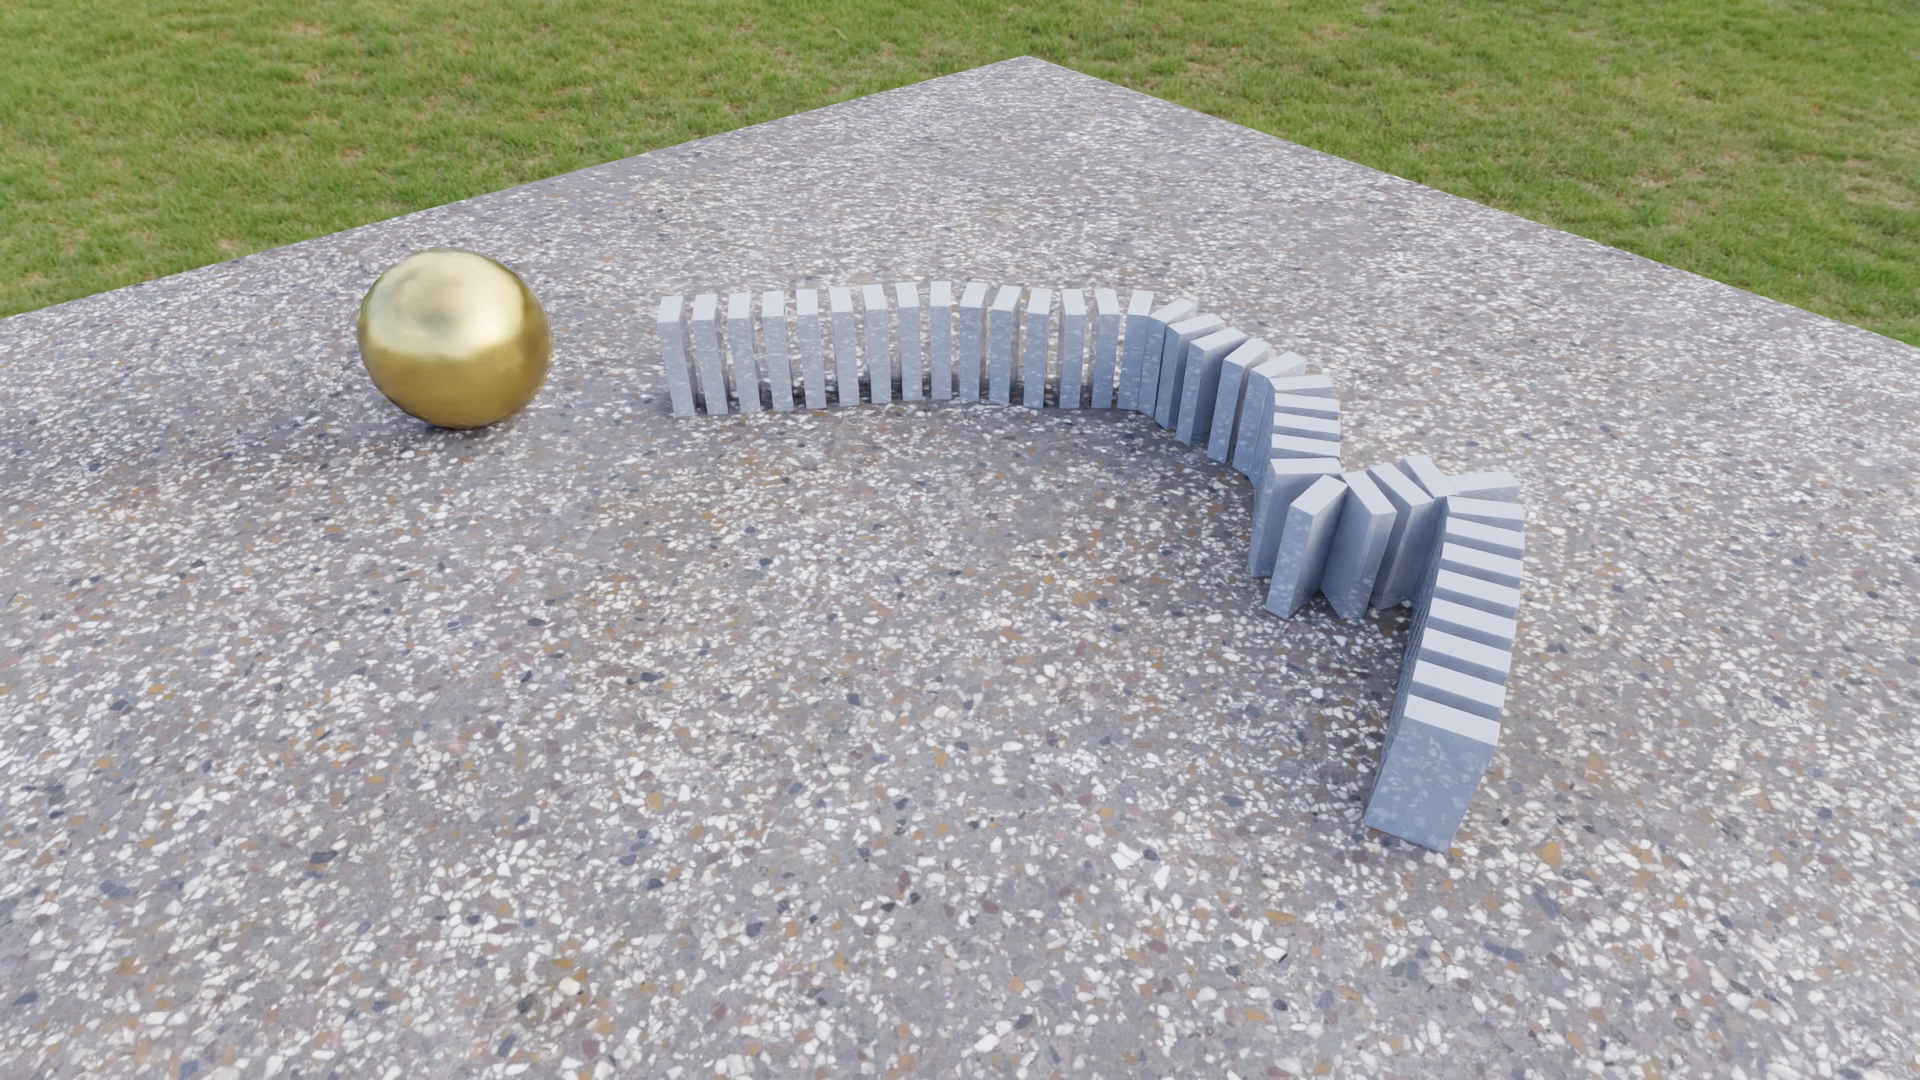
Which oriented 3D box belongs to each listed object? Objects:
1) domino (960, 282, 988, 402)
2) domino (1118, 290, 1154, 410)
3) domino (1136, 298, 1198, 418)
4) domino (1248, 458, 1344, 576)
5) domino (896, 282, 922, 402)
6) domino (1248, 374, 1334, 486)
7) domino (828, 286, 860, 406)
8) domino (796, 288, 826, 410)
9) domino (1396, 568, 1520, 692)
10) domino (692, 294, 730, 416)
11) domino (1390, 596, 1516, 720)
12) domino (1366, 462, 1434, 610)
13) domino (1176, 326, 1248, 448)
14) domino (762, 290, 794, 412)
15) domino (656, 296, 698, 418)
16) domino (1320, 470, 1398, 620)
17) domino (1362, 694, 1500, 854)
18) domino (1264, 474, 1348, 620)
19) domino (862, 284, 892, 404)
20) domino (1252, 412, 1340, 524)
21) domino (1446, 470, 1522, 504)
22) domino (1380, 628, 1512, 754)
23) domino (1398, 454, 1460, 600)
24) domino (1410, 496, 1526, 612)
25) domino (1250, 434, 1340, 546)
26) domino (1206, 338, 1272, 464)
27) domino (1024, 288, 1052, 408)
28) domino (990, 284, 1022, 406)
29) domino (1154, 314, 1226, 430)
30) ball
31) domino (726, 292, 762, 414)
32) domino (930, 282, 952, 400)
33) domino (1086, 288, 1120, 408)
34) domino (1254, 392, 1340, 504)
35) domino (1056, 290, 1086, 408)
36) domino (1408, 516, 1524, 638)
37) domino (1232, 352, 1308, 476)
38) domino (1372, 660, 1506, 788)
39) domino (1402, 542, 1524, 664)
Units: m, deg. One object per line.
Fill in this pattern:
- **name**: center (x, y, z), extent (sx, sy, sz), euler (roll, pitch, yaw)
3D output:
- **domino**: center (0.006, -0.095, 0.527), extent (0.009, 0.050, 0.025), euler (6, 40, 7)
- **domino**: center (0.083, -0.090, 0.521), extent (0.010, 0.050, 0.025), euler (9, 40, 11)
- **domino**: center (0.097, -0.085, 0.515), extent (0.010, 0.050, 0.025), euler (32, 49, 33)
- **domino**: center (0.128, -0.008, 0.421), extent (0.025, 0.050, 0.010), euler (-1, 39, -1)
- **domino**: center (-0.024, -0.095, 0.527), extent (0.010, 0.050, 0.025), euler (-4, 40, -5)
- **domino**: center (0.140, -0.045, 0.467), extent (0.025, 0.050, 0.009), euler (-5, 40, -6)
- **domino**: center (-0.055, -0.092, 0.523), extent (0.010, 0.050, 0.025), euler (-6, 40, -7)
- **domino**: center (-0.070, -0.090, 0.522), extent (0.009, 0.050, 0.025), euler (-5, 40, -6)
- **domino**: center (0.166, 0.035, 0.369), extent (0.025, 0.050, 0.009), euler (17, 42, 19)
- **domino**: center (-0.117, -0.087, 0.518), extent (0.009, 0.050, 0.025), euler (-4, 39, -5)
- **domino**: center (0.160, 0.044, 0.358), extent (0.025, 0.050, 0.010), euler (17, 42, 20)
- **domino**: center (0.159, -0.001, 0.413), extent (0.009, 0.050, 0.025), euler (-13, 41, -16)
- **domino**: center (0.113, -0.069, 0.495), extent (0.025, 0.050, 0.009), euler (-22, 44, -25)
- **domino**: center (-0.086, -0.089, 0.520), extent (0.009, 0.050, 0.025), euler (-4, 40, -5)
- **domino**: center (-0.132, -0.086, 0.516), extent (0.009, 0.050, 0.025), euler (-4, 39, -5)
- **domino**: center (0.146, 0.002, 0.409), extent (0.009, 0.050, 0.025), euler (-7, 40, -9)
- **domino**: center (0.139, 0.070, 0.326), extent (0.025, 0.050, 0.009), euler (17, 42, 20)
- **domino**: center (0.128, 0.003, 0.408), extent (0.009, 0.050, 0.025), euler (30, 48, 32)
- **domino**: center (-0.040, -0.093, 0.526), extent (0.009, 0.050, 0.025), euler (-6, 40, -7)
- **domino**: center (0.135, -0.026, 0.443), extent (0.025, 0.050, 0.010), euler (10, 40, 12)
- **domino**: center (0.190, -0.002, 0.414), extent (0.025, 0.050, 0.009), euler (-5, 40, -6)
- **domino**: center (0.153, 0.052, 0.347), extent (0.025, 0.050, 0.009), euler (18, 43, 20)
- **domino**: center (0.172, -0.004, 0.417), extent (0.009, 0.050, 0.025), euler (-5, 40, -6)
- **domino**: center (0.184, 0.008, 0.402), extent (0.025, 0.050, 0.009), euler (7, 40, 9)
- **domino**: center (0.131, -0.017, 0.432), extent (0.025, 0.050, 0.009), euler (9, 40, 11)
- **domino**: center (0.123, -0.061, 0.486), extent (0.010, 0.050, 0.025), euler (28, 47, 30)
- **domino**: center (0.037, -0.091, 0.522), extent (0.010, 0.050, 0.025), euler (5, 40, 6)
- **domino**: center (0.022, -0.093, 0.525), extent (0.010, 0.050, 0.025), euler (8, 40, 10)
- **domino**: center (0.105, -0.077, 0.506), extent (0.025, 0.050, 0.009), euler (-19, 43, -21)
- **ball**: center (-0.228, -0.091, 0.499), extent (0.080, 0.080, 0.080), euler (0, 39, 0)
- **domino**: center (-0.101, -0.088, 0.519), extent (0.009, 0.050, 0.025), euler (-4, 39, -5)
- **domino**: center (-0.009, -0.096, 0.528), extent (0.010, 0.050, 0.025), euler (0, 39, 0)
- **domino**: center (0.068, -0.091, 0.522), extent (0.010, 0.050, 0.025), euler (0, 39, 0)
- **domino**: center (0.139, -0.036, 0.455), extent (0.025, 0.050, 0.009), euler (8, 40, 9)
- **domino**: center (0.052, -0.090, 0.522), extent (0.010, 0.050, 0.025), euler (0, 39, -1)
- **domino**: center (0.179, 0.017, 0.391), extent (0.025, 0.050, 0.009), euler (15, 42, 17)
- **domino**: center (0.134, -0.054, 0.478), extent (0.025, 0.050, 0.009), euler (-26, 46, -28)
- **domino**: center (0.146, 0.061, 0.337), extent (0.025, 0.050, 0.010), euler (18, 43, 20)
- **domino**: center (0.173, 0.026, 0.380), extent (0.025, 0.050, 0.009), euler (16, 42, 19)
